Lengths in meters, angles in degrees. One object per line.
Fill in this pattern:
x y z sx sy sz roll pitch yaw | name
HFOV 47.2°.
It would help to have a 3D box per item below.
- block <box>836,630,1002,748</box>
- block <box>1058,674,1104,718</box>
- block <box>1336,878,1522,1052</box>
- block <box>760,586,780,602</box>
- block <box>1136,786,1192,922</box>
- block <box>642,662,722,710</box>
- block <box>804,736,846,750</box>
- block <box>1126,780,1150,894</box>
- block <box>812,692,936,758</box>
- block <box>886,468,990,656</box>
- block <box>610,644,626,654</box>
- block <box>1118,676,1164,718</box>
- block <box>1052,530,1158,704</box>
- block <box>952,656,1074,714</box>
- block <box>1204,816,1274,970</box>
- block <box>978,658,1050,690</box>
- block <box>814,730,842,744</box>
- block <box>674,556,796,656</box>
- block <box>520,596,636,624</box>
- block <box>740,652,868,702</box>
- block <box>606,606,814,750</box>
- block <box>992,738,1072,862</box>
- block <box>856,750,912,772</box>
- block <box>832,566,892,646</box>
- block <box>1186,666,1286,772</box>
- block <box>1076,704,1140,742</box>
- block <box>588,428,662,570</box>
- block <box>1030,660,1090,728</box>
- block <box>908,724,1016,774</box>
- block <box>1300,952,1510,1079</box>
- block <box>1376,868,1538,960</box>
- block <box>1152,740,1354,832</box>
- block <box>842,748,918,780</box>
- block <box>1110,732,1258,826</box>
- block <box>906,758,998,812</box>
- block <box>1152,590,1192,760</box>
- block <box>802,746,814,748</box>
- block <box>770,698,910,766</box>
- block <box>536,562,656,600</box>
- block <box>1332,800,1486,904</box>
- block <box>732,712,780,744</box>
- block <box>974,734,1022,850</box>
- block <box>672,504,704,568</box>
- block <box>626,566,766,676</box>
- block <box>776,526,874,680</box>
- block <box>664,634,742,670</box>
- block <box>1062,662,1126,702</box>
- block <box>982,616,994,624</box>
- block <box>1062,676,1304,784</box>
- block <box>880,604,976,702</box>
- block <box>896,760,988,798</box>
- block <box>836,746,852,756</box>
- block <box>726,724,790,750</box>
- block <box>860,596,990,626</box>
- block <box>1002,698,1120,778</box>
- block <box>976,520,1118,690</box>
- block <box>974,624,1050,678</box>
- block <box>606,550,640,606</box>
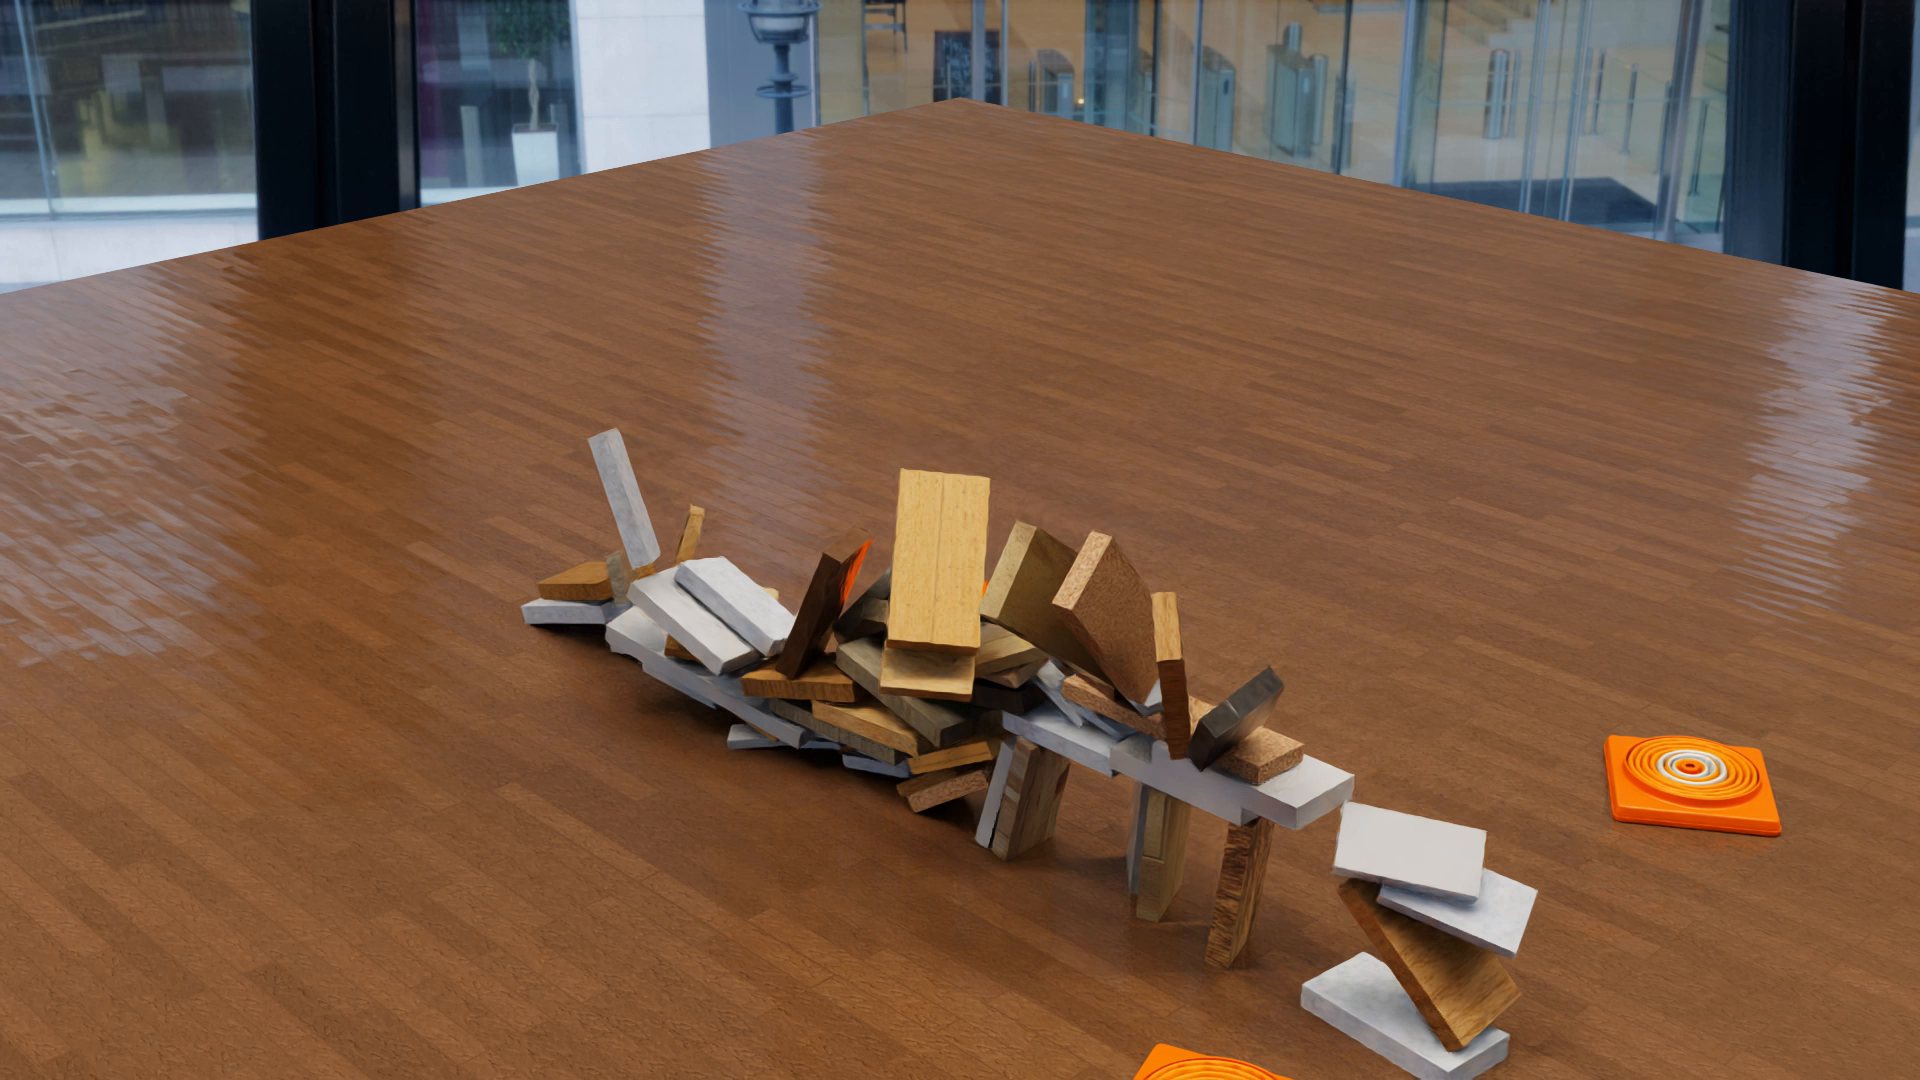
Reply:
-0.085 0.292 4.418 0.157 0.044 0.339 -18 38 -37 | block
0.242 0.291 4.129 0.057 0.016 0.113 -14 39 -38 | block
0.785 0.674 3.685 0.161 0.321 0.046 -31 -7 -32 | block
-0.449 0.170 4.765 0.085 0.024 0.169 10 46 -1 | block
0.385 0.542 4.094 0.043 0.301 0.151 13 26 20 | block
-0.588 0.303 4.998 0.133 0.038 0.266 -21 31 -40 | block
-0.283 0.423 4.672 0.103 0.015 0.051 2 24 34 | block
0.352 0.517 4.183 0.039 0.277 0.139 4 23 -1 | block
-0.149 0.353 4.485 0.287 0.041 0.144 17 32 37 | block
-0.040 0.040 4.120 0.170 0.339 0.048 6 -21 -4 | block
-0.681 0.228 5.081 0.133 0.038 0.266 -21 14 -40 | block
0.317 0.244 3.996 0.091 0.026 0.182 -18 46 -31 | block
0.274 0.139 3.789 0.041 0.386 0.144 20 72 32 | block
0.051 0.266 4.293 0.314 0.044 0.157 7 25 41 | block
0.507 0.604 3.948 0.043 0.301 0.151 17 28 21 | block
0.083 0.231 4.208 0.091 0.026 0.182 -41 26 -21 | block
-0.230 0.399 4.601 0.148 0.021 0.074 10 28 43 | block
-0.462 0.140 4.703 0.290 0.041 0.145 38 23 24 | block
-0.888 0.153 5.235 0.307 0.043 0.153 -2 16 43 | block
-0.298 0.282 4.575 0.287 0.041 0.144 1 22 33 | block
-0.514 0.280 4.753 0.527 0.043 0.153 27 38 22 | block
0.145 0.483 4.267 0.139 0.277 0.039 -22 45 -41 | block
-0.116 0.427 4.540 0.100 0.028 0.201 -24 24 -35 | block
-0.139 0.118 4.641 0.043 0.153 0.306 39 74 21 | block
0.457 0.301 3.668 0.144 0.287 0.041 -36 76 -9 | block
0.279 0.334 4.104 0.113 0.016 0.057 34 37 32 | block
-0.713 -0.090 4.680 0.041 0.290 0.145 -18 7 4 | block
0.198 0.290 4.155 0.141 0.016 0.057 44 42 18 | block
0.023 0.409 4.353 0.128 0.036 0.256 -23 3 -40 | block
0.759 0.822 3.765 0.161 0.046 0.321 -18 29 -35 | block
0.821 0.589 3.636 0.237 0.034 0.118 22 63 11 | block
0.511 0.405 3.860 0.161 0.046 0.321 -21 30 -40 | block
-0.142 0.455 4.593 0.201 0.028 0.100 4 20 45 | block
0.432 0.415 3.949 0.301 0.043 0.151 21 31 41 | block
0.019 0.481 4.403 0.128 0.036 0.256 -22 -3 -41 | block
0.364 0.234 3.765 0.041 0.287 0.144 -6 49 6 | block
-0.295 0.428 4.710 0.103 0.015 0.051 -2 21 24 | block
-0.219 0.364 4.569 0.350 0.041 0.144 19 34 36 | block
-0.862 0.096 5.211 0.153 0.043 0.307 -24 13 -35 | block
0.742 0.516 3.635 0.237 0.034 0.118 12 62 6 | block
-0.531 0.289 4.802 0.474 0.031 0.109 32 40 28 | block
0.112 0.480 4.304 0.128 0.256 0.036 -22 48 -41 | block
-0.612 0.037 4.864 0.031 0.218 0.109 17 7 -10 | block
-0.556 0.170 4.673 0.290 0.041 0.145 38 35 24 | block
-0.279 0.129 4.513 0.043 0.306 0.153 30 30 10 | block
-0.545 0.224 4.722 0.169 0.024 0.085 11 44 -7 | block
0.275 0.244 4.075 0.091 0.026 0.182 -12 25 -25 | block
-0.015 0.167 4.608 0.107 0.270 0.030 35 61 -13 | block
0.394 0.323 3.953 0.118 0.034 0.474 -20 29 -38 | block
-0.048 0.129 4.144 0.170 0.339 0.048 5 -21 0 | block
-0.034 0.472 4.470 0.100 0.028 0.201 -22 -3 -40 | block
-0.213 0.425 4.658 0.051 0.015 0.103 -26 -8 -46 | block
-0.421 0.419 4.729 0.148 0.021 0.074 -4 23 4 | block
-0.060 0.164 4.412 0.157 0.044 0.314 14 -3 -28 | block
0.228 0.360 4.148 0.277 0.039 0.139 21 31 40 | block
0.188 0.117 3.821 0.048 0.170 0.376 17 -10 43 | block
0.097 0.194 4.166 0.214 0.030 0.107 -19 35 36 | block
-0.757 0.081 4.956 0.031 0.109 0.218 -11 3 0 | block
